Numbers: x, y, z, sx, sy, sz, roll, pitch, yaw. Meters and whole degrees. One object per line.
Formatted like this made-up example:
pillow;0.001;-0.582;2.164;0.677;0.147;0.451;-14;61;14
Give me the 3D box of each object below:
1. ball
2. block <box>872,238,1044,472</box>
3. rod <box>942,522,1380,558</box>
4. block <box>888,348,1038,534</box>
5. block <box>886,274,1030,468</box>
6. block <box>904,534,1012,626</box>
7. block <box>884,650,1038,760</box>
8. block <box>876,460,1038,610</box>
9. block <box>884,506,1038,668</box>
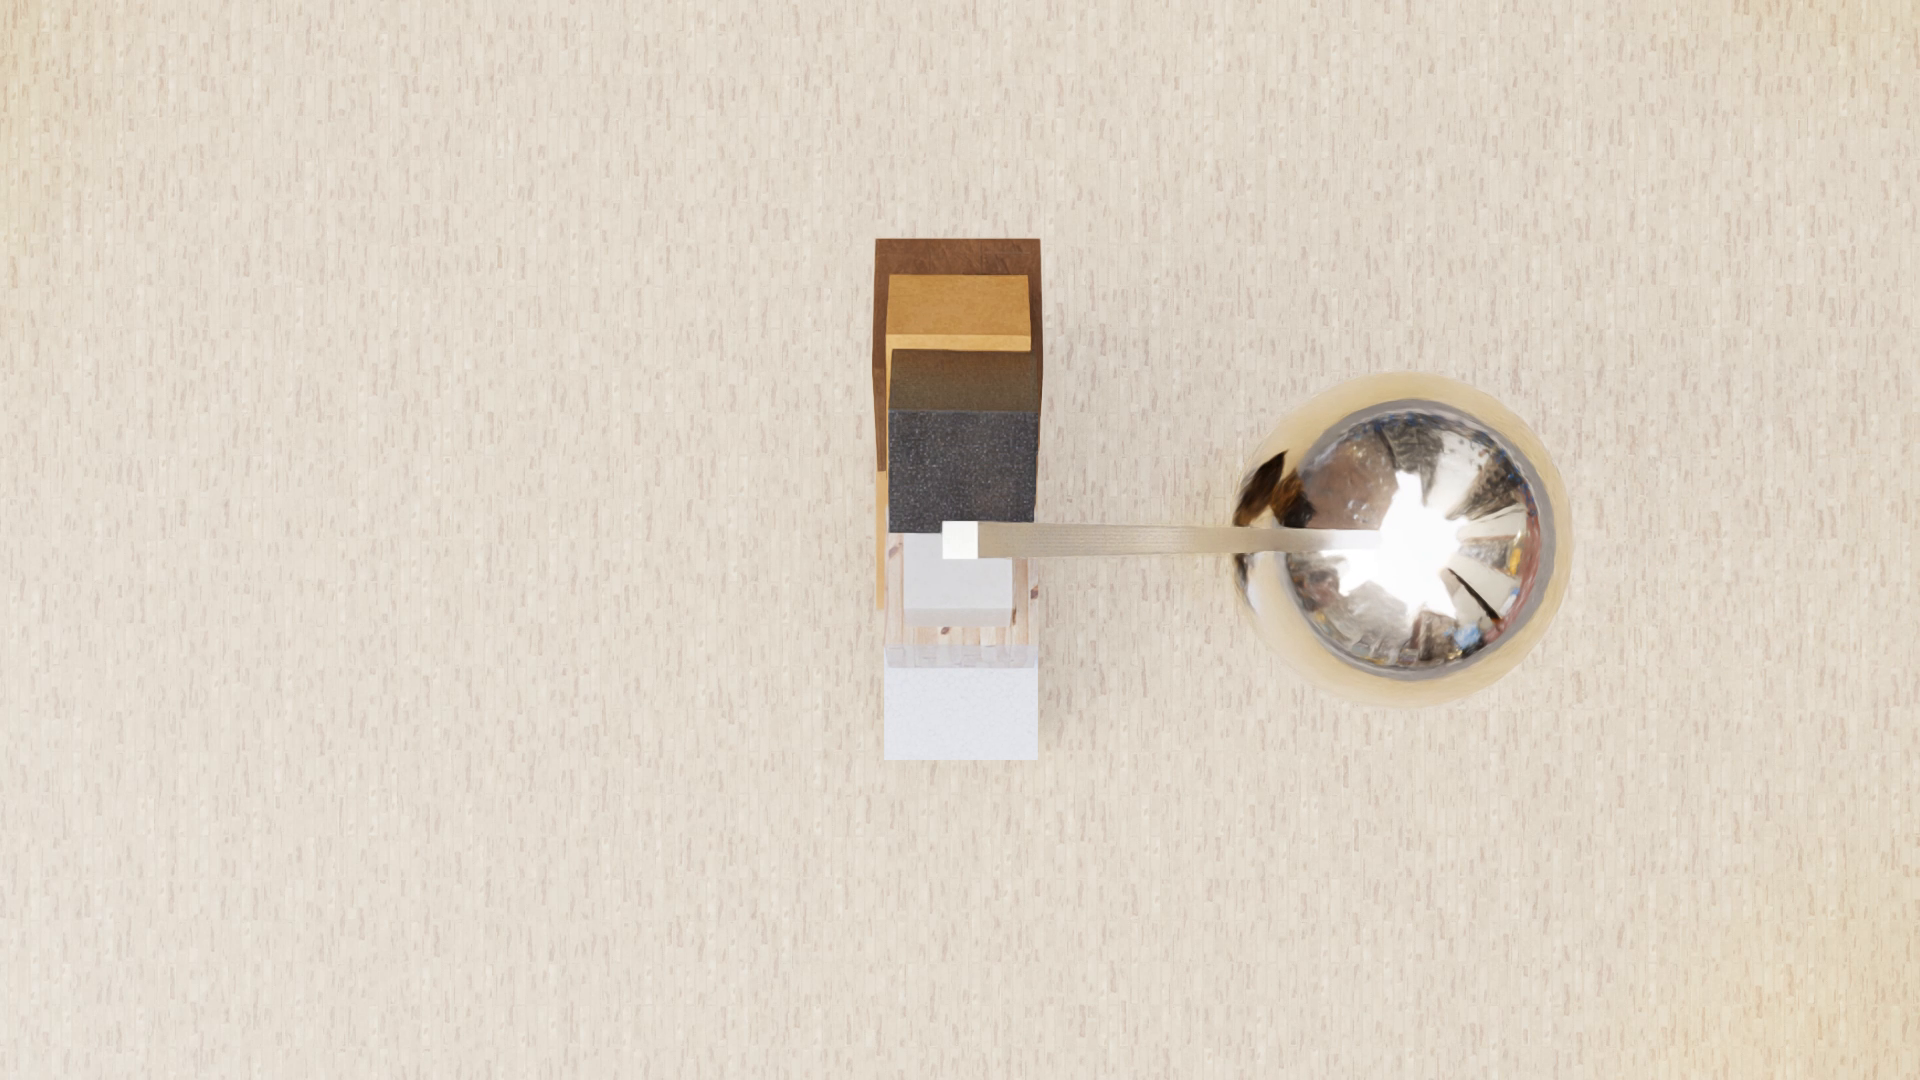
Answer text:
ball;2.074;0.000;10.389;1.600;1.600;1.600;0;90;0
block;-0.011;-0.919;11.044;0.817;0.892;0.794;0;58;0
rod;0.899;0.000;7.198;0.080;5.200;0.080;0;90;20
block;0.011;-0.435;9.664;0.635;0.546;0.619;1;123;0
block;-0.010;-0.751;10.141;0.639;0.597;0.753;1;123;0
block;-0.010;0.119;11.081;0.530;0.508;0.553;0;77;0
block;0.006;0.797;12.515;0.841;0.969;0.813;0;90;0
block;-0.017;-0.065;12.562;0.890;0.877;0.893;0;90;0
block;0.007;0.259;11.685;0.791;0.732;0.731;0;77;0
